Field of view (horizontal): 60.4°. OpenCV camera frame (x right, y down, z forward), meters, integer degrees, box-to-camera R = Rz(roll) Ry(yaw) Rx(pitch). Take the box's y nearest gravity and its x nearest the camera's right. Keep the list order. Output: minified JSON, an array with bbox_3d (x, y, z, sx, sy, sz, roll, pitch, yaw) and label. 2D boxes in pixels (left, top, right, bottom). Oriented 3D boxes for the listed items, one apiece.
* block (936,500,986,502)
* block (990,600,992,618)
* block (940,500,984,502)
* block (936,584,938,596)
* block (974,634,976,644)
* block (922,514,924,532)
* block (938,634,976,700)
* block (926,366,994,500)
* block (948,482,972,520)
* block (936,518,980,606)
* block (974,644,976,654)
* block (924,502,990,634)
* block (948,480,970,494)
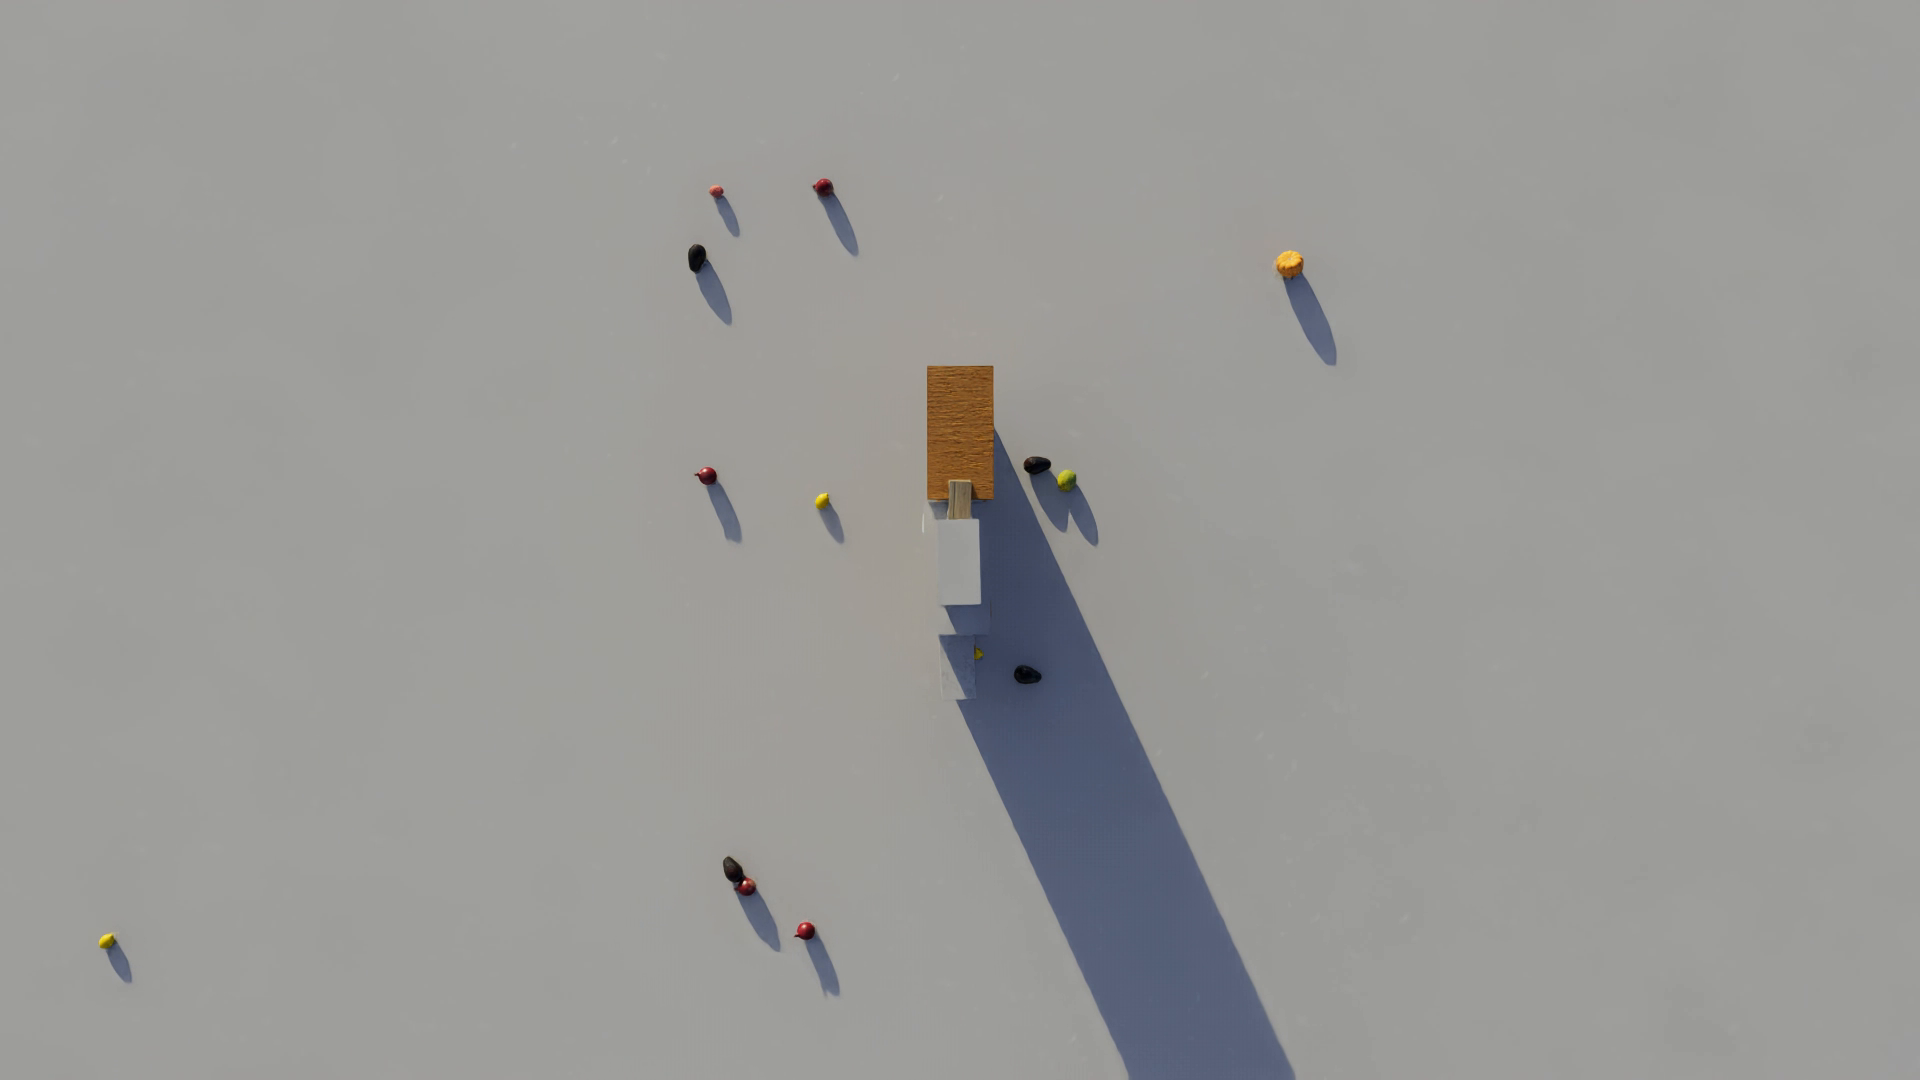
[{"bbox_3d":[0.004,-0.042,5.171,0.153,0.043,0.307,0,90,0],"label":"block"},{"bbox_3d":[-0.004,0.195,4.791,0.180,0.535,0.051,-3,89,0],"label":"block"},{"bbox_3d":[0.002,-0.225,4.875,0.128,0.036,0.257,-1,90,0],"label":"block"},{"bbox_3d":[-0.005,0.129,4.363,0.109,0.219,0.031,-3,90,0],"label":"block"},{"bbox_3d":[-0.006,0.295,4.956,0.102,0.203,0.029,-1,90,0],"label":"block"},{"bbox_3d":[-0.013,-0.043,4.703,0.180,0.359,0.051,2,90,0],"label":"block"},{"bbox_3d":[-0.008,0.365,4.840,0.102,0.029,0.203,-3,90,0],"label":"block"},{"bbox_3d":[0.001,-0.290,4.471,0.180,0.051,0.360,0,90,0],"label":"block"},{"bbox_3d":[-0.001,-0.095,4.322,0.058,0.016,0.115,2,90,0],"label":"block"},{"bbox_3d":[-0.003,0.057,4.237,0.109,0.031,0.219,-1,90,0],"label":"block"},{"bbox_3d":[-0.004,0.248,5.072,0.101,0.029,0.202,-1,90,0],"label":"block"},{"bbox_3d":[-0.008,0.077,4.498,0.180,0.051,0.359,0,90,0],"label":"block"},{"bbox_3d":[-0.001,-0.142,4.388,0.058,0.115,0.016,0,103,0],"label":"block"}]
